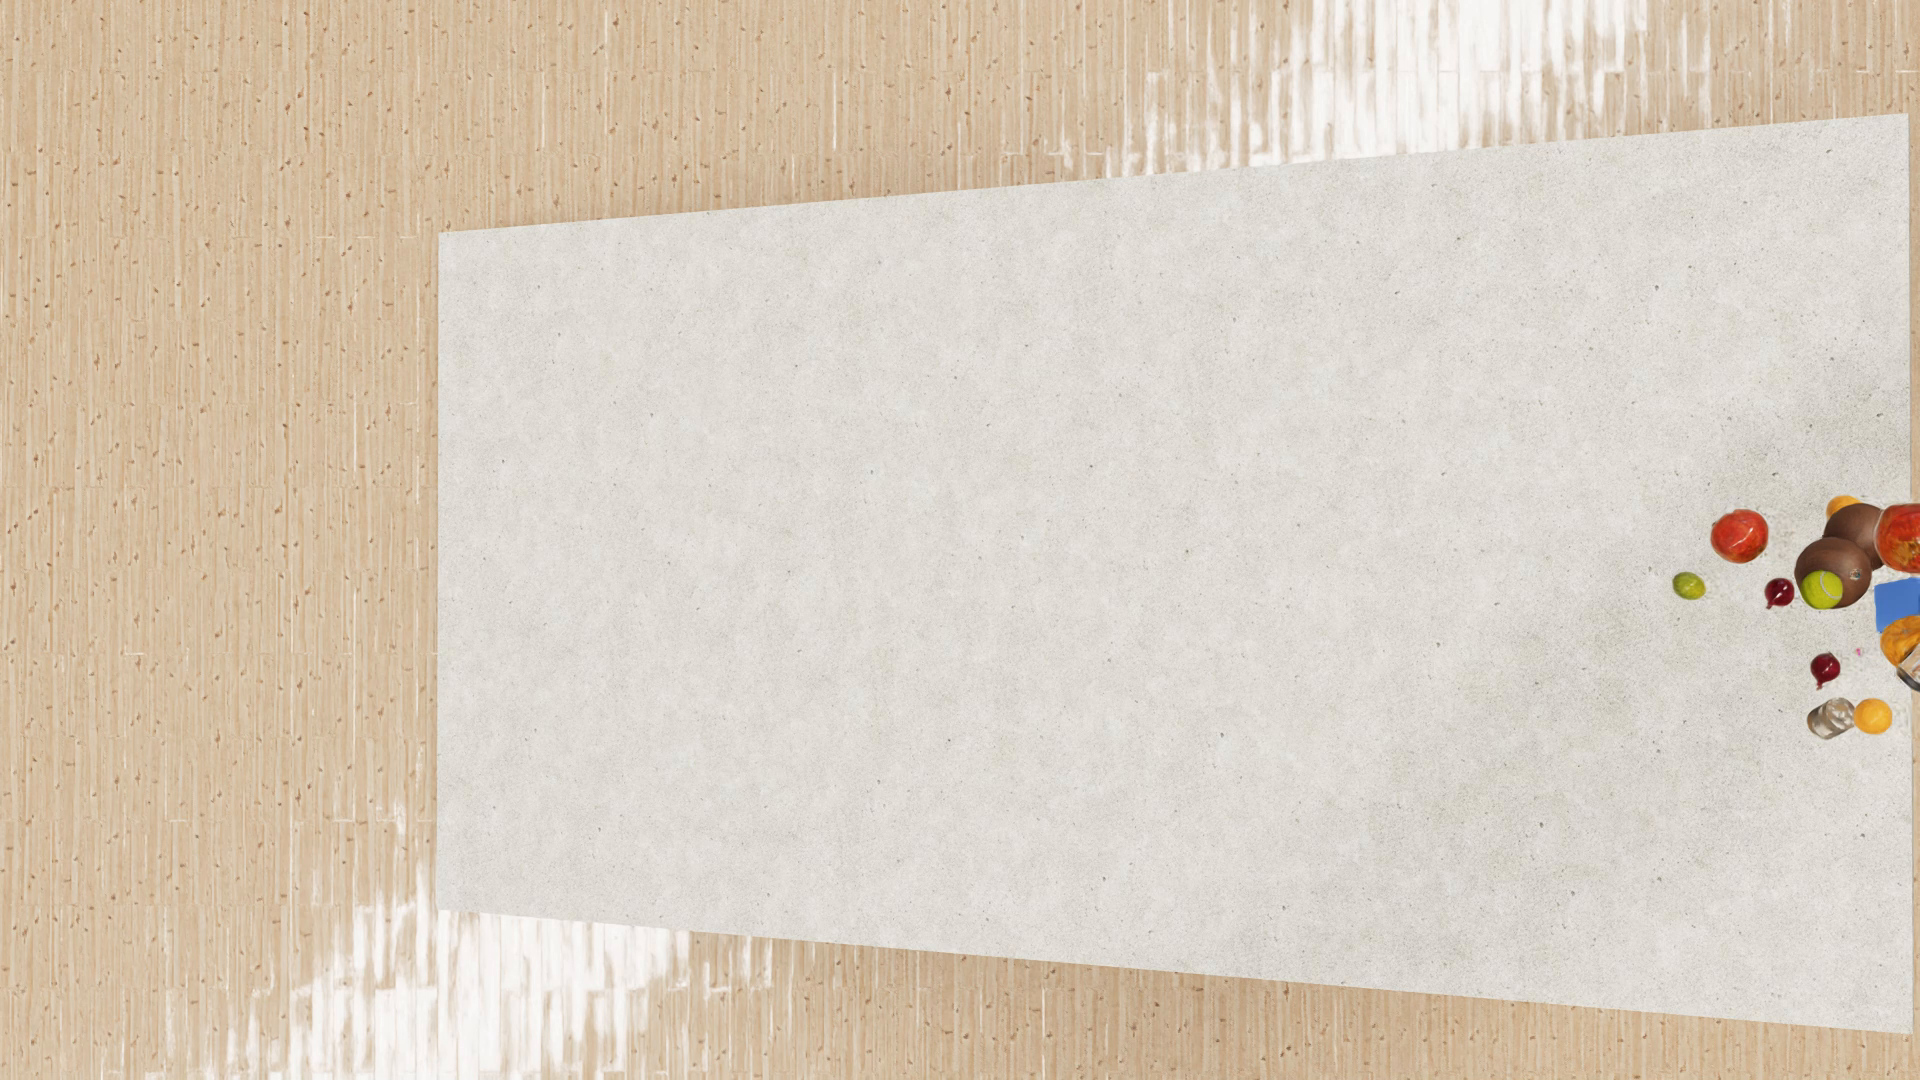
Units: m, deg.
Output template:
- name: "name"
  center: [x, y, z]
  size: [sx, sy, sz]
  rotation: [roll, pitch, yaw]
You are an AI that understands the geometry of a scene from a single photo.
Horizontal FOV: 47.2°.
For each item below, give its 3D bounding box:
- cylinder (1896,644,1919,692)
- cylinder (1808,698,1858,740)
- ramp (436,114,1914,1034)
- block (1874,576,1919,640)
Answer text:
- name: "cylinder"
  center: [1.489, 0.196, 3.392]
  size: [0.060, 0.060, 0.060]
  rotation: [29, 123, 0]
- name: "cylinder"
  center: [1.809, 0.371, 4.561]
  size: [0.070, 0.070, 0.070]
  rotation: [6, 65, -12]
- name: "ramp"
  center: [0.281, 0.081, 5.683]
  size: [4.000, 0.100, 2.000]
  rotation: [0, 89, 26]
- name: "block"
  center: [1.658, 0.120, 3.830]
  size: [0.084, 0.084, 0.084]
  rotation: [13, 72, -30]
